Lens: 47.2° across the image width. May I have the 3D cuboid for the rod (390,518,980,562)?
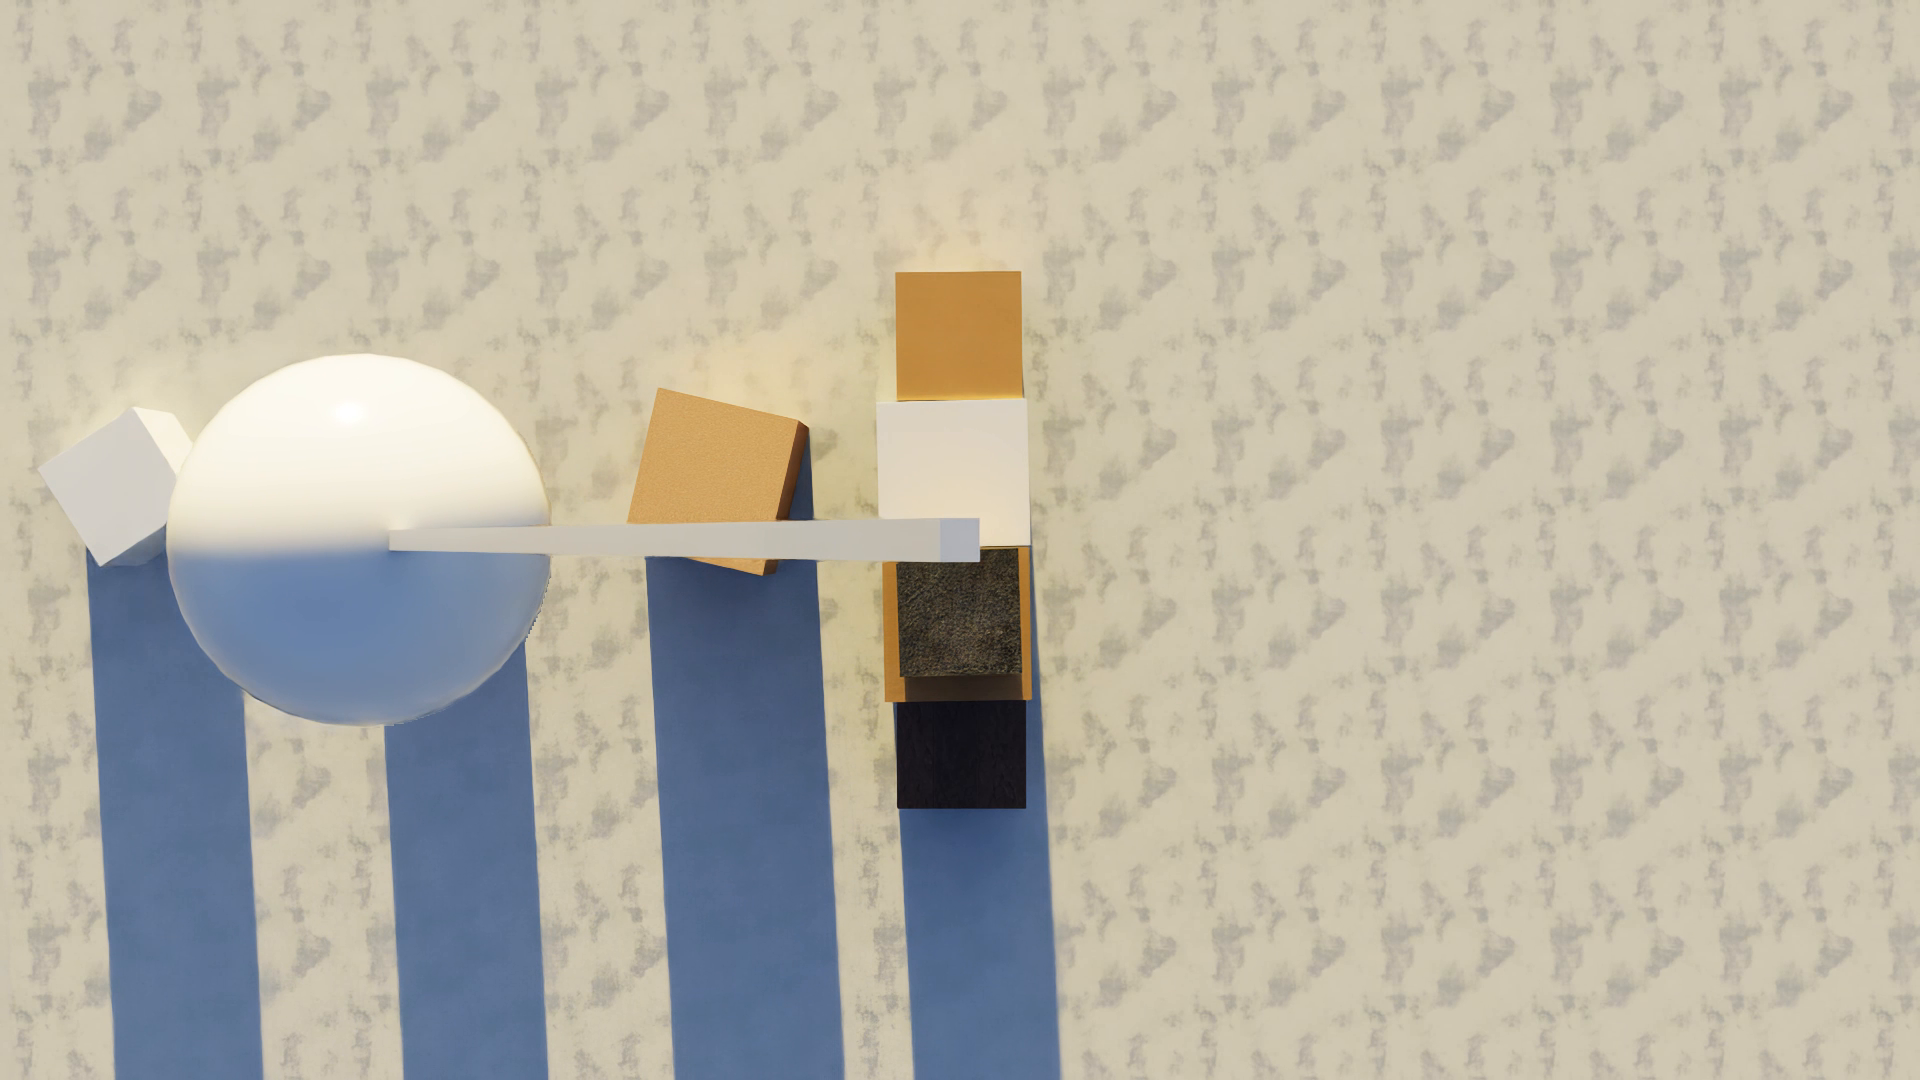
[{"bbox_3d":[-1.107,0.000,6.343,0.080,5.200,0.080,0,90,-25],"label":"rod"}]

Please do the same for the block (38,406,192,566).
[{"bbox_3d":[-4.746,-0.299,12.686,0.642,0.627,0.657,-33,90,0],"label":"block"}]

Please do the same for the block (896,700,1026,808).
[{"bbox_3d":[0.009,1.133,12.617,0.720,0.766,0.724,0,90,0],"label":"block"}]

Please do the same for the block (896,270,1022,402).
[{"bbox_3d":[-0.005,-1.144,12.653,0.706,0.694,0.717,-1,90,0],"label":"block"}]

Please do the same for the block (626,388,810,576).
[{"bbox_3d":[-1.379,-0.323,12.568,0.796,0.865,0.882,13,90,0],"label":"block"}]

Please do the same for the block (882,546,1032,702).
[{"bbox_3d":[-0.016,0.443,11.868,0.770,0.716,0.798,-1,90,0],"label":"block"}]

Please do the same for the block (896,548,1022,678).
[{"bbox_3d":[-0.004,0.357,11.152,0.601,0.715,0.614,-2,90,0],"label":"block"}]

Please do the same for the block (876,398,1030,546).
[{"bbox_3d":[-0.037,-0.370,12.640,0.842,0.721,0.817,-1,90,0],"label":"block"}]

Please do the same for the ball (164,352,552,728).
[{"bbox_3d":[-2.556,0.000,9.419,1.600,1.600,1.600,0,90,0],"label":"ball"}]
